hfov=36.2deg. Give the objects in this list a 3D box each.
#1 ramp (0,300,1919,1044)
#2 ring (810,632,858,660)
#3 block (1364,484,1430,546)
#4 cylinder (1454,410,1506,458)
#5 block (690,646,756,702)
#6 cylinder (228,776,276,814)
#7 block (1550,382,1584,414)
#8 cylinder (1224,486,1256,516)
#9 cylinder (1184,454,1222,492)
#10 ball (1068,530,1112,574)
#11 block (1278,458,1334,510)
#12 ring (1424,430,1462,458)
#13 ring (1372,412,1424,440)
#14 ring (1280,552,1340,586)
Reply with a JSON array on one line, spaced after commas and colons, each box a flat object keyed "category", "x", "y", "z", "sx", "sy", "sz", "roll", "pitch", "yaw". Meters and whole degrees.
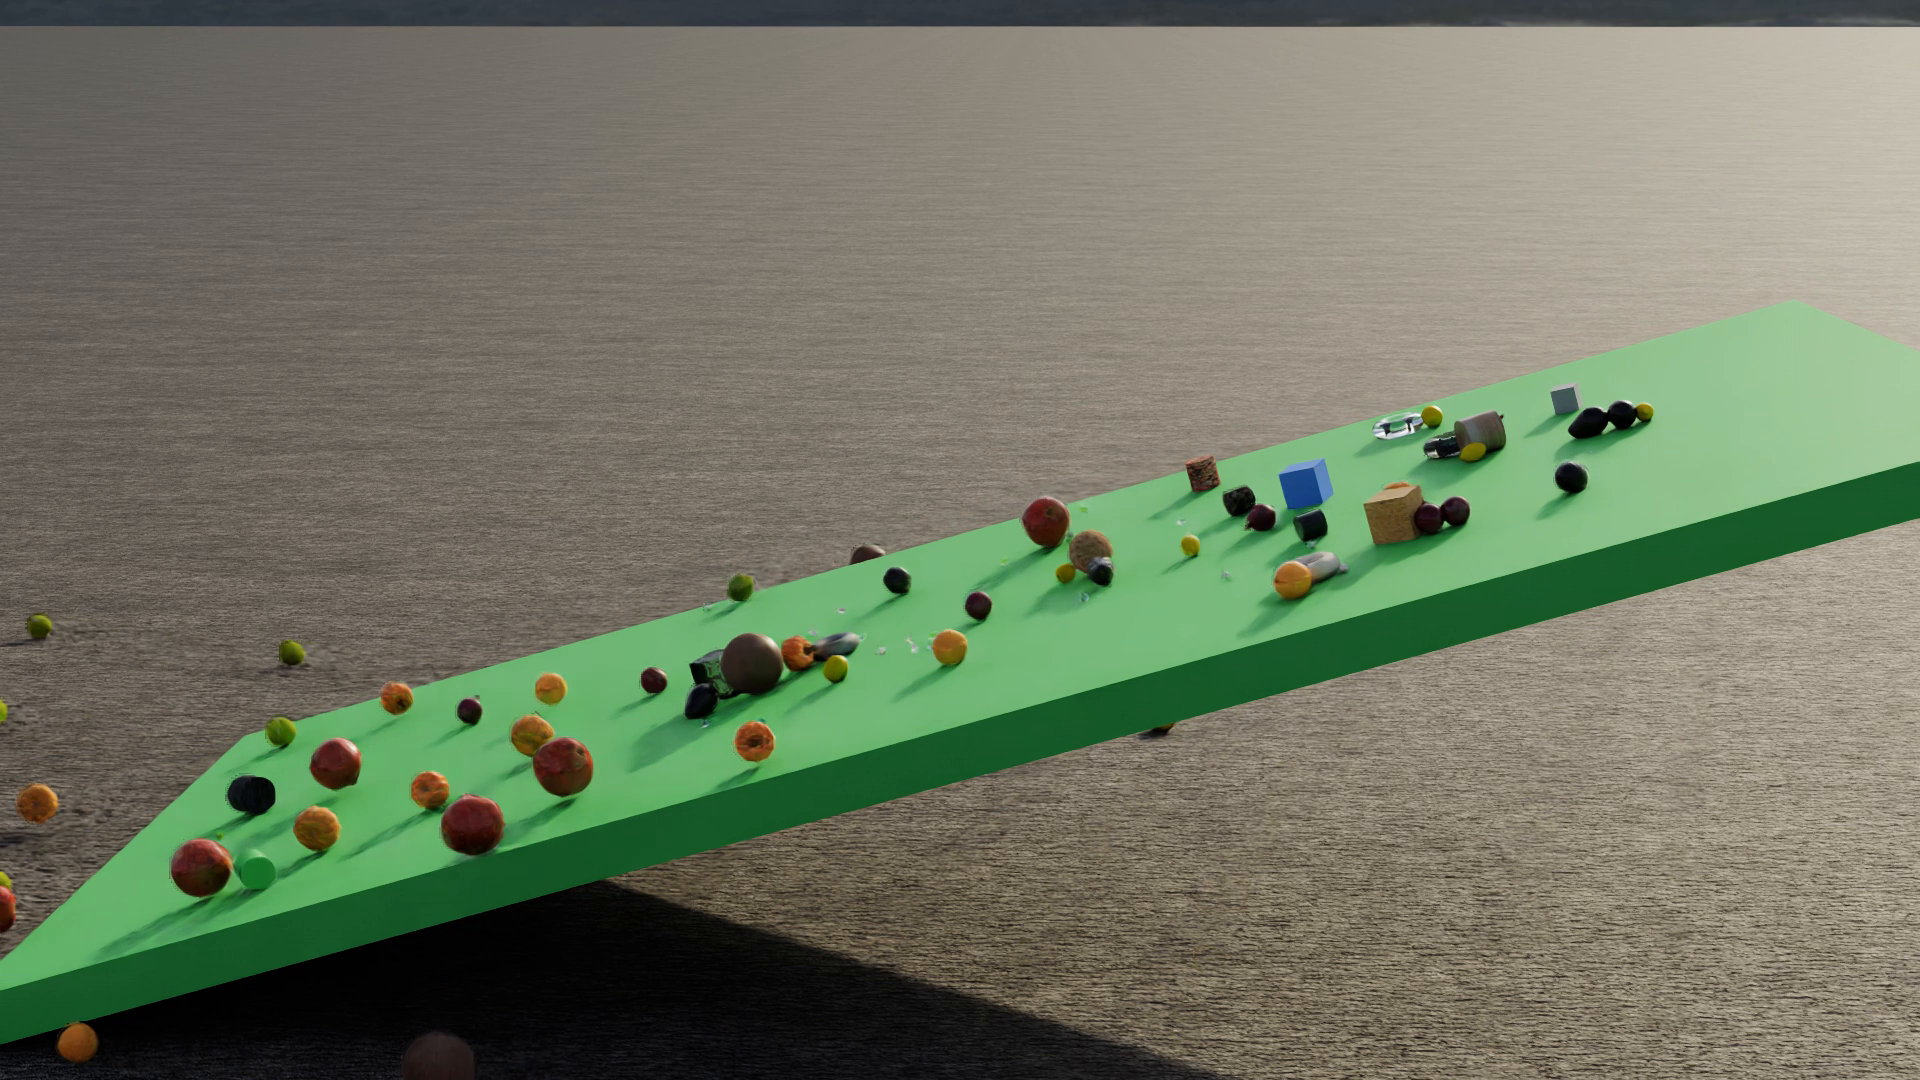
[{"category": "ramp", "x": 0.089, "y": 0.187, "z": 6.321, "sx": 4.000, "sy": 0.100, "sz": 2.000, "roll": -16, "pitch": 10, "yaw": 5}, {"category": "ring", "x": -0.269, "y": 0.228, "z": 6.288, "sx": 0.109, "sy": 0.036, "sz": 0.109, "roll": -16, "pitch": 11, "yaw": 3}, {"category": "block", "x": 0.862, "y": -0.049, "z": 5.807, "sx": 0.087, "sy": 0.087, "sz": 0.087, "roll": -10, "pitch": 11, "yaw": 32}, {"category": "cylinder", "x": 1.130, "y": -0.231, "z": 6.394, "sx": 0.084, "sy": 0.084, "sz": 0.084, "roll": -18, "pitch": 13, "yaw": -8}, {"category": "block", "x": -0.501, "y": 0.283, "z": 6.209, "sx": 0.087, "sy": 0.087, "sz": 0.087, "roll": -11, "pitch": 11, "yaw": 30}, {"category": "cylinder", "x": -1.549, "y": 0.557, "z": 6.435, "sx": 0.080, "sy": 0.080, "sz": 0.080, "roll": -7, "pitch": 2, "yaw": -34}, {"category": "block", "x": 1.359, "y": -0.318, "z": 6.587, "sx": 0.054, "sy": 0.054, "sz": 0.054, "roll": -12, "pitch": 11, "yaw": 24}, {"category": "cylinder", "x": 0.619, "y": -0.086, "z": 6.514, "sx": 0.054, "sy": 0.054, "sz": 0.054, "roll": -19, "pitch": 15, "yaw": -14}, {"category": "cylinder", "x": 0.574, "y": -0.158, "z": 6.946, "sx": 0.070, "sy": 0.070, "sz": 0.070, "roll": -16, "pitch": 10, "yaw": 3}, {"category": "ball", "x": 0.281, "y": 0.026, "z": 6.326, "sx": 0.094, "sy": 0.094, "sz": 0.094, "roll": 0, "pitch": 11, "yaw": 0}, {"category": "block", "x": 0.754, "y": -0.122, "z": 6.411, "sx": 0.082, "sy": 0.082, "sz": 0.082, "roll": -12, "pitch": 11, "yaw": 26}, {"category": "ring", "x": 1.084, "y": -0.212, "z": 6.490, "sx": 0.126, "sy": 0.042, "sz": 0.126, "roll": -16, "pitch": 8, "yaw": 2}, {"category": "ring", "x": 1.027, "y": -0.268, "z": 6.896, "sx": 0.124, "sy": 0.041, "sz": 0.124, "roll": -15, "pitch": 8, "yaw": 2}, {"category": "ring", "x": 0.675, "y": 0.056, "z": 5.671, "sx": 0.118, "sy": 0.039, "sz": 0.118, "roll": -17, "pitch": 11, "yaw": 3}]
